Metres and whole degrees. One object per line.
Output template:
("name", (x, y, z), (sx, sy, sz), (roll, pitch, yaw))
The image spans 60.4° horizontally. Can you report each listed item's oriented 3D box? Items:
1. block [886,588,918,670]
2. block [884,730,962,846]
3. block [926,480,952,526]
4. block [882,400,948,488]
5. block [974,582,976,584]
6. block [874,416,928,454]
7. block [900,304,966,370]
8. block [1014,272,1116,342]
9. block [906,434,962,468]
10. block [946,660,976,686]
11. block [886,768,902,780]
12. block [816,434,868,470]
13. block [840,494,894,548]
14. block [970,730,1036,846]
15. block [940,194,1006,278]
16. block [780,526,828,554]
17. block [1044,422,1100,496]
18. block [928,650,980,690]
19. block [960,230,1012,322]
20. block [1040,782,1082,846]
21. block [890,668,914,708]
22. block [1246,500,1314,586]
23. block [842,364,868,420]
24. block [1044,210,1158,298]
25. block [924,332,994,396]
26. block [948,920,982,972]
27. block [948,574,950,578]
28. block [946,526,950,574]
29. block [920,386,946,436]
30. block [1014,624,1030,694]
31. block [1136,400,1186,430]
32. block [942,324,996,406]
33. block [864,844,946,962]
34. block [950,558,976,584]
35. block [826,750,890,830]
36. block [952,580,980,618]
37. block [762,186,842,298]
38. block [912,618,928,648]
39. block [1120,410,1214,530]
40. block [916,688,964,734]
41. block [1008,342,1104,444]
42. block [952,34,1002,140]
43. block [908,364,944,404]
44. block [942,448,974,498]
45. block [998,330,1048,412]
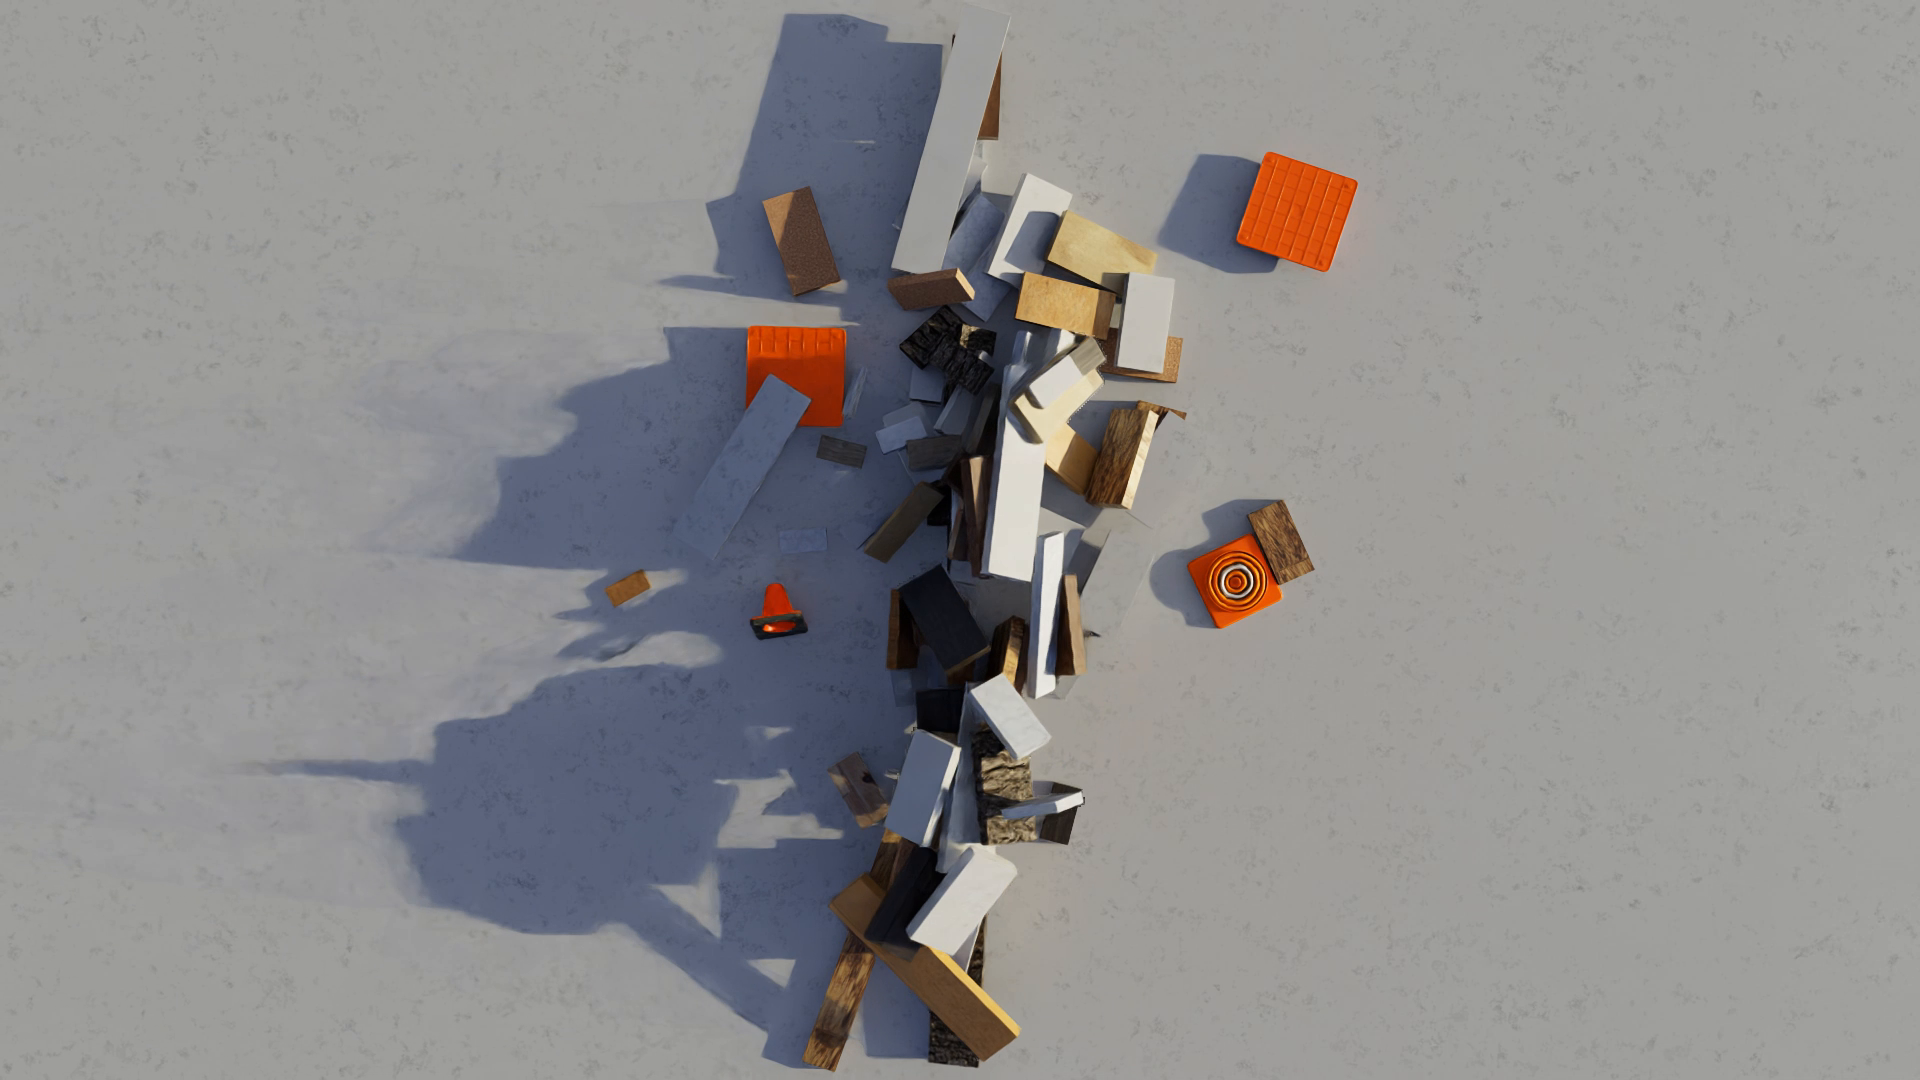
("block", (-0.182, 0.292, 5.434), (0.037, 0.131, 0.262), (3, 90, 31))
("block", (-0.117, 0.778, 5.180), (0.163, 0.046, 0.327), (20, 93, 37))
("block", (-0.042, -0.181, 5.447), (0.135, 0.038, 0.270), (0, 75, 0))
("block", (-0.138, -0.308, 5.397), (0.135, 0.038, 0.270), (-25, 79, -6))
("block", (0.008, 0.118, 5.459), (0.085, 0.024, 0.169), (2, 70, 0))
("block", (-0.191, -0.341, 5.372), (0.156, 0.022, 0.078), (-21, 79, -6))
("block", (-0.087, -0.672, 5.457), (0.213, 0.030, 0.107), (-44, 81, -11))
("block", (0.344, -0.766, 5.412), (0.311, 0.044, 0.156), (12, 90, -9))
("block", (-0.080, -0.288, 5.344), (0.177, 0.025, 0.089), (-6, 100, -4))
("block", (0.008, 0.392, 5.341), (0.081, 0.023, 0.163), (7, 104, -3))
("block", (-0.170, 0.795, 5.462), (0.152, 0.076, 0.022), (22, 90, 0))
("block", (-0.394, -0.293, 5.489), (0.156, 0.022, 0.078), (15, 90, 0))
("block", (-0.310, -0.064, 5.487), (0.089, 0.025, 0.177), (45, 90, 0))
("block", (0.137, 0.773, 5.184), (0.177, 0.050, 0.354), (-1, 81, -30))
("block", (0.036, -0.986, 5.450), (0.138, 0.039, 0.276), (34, 92, -24))
("block", (-0.520, 0.002, 5.489), (0.156, 0.022, 0.078), (-5, 90, 0))
("block", (0.337, -0.287, 5.393), (0.294, 0.042, 0.147), (38, 77, -31))
("block", (-0.025, 0.482, 5.422), (0.162, 0.046, 0.324), (5, 71, 1))
("block", (0.110, -0.874, 5.457), (0.138, 0.039, 0.276), (36, 90, -21))
("block", (0.336, 0.909, 5.486), (0.095, 0.027, 0.191), (15, 90, 0))
("block", (-0.192, 0.491, 5.491), (0.062, 0.018, 0.124), (-10, 90, 0))
("block", (1.065, 0.008, 5.482), (0.128, 0.036, 0.256), (-24, 90, 0))
("block", (-0.348, -0.491, 5.455), (0.025, 0.087, 0.175), (16, 90, 8))
("block", (0.463, -0.929, 5.423), (0.348, 0.049, 0.174), (23, 89, -17))
("block", (-0.002, -0.572, 5.363), (0.213, 0.030, 0.107), (38, 95, 21))
("block", (-0.017, 1.224, 5.346), (0.168, 0.048, 0.337), (17, 95, 10))
("block", (-0.004, 0.200, 5.455), (0.094, 0.027, 0.188), (2, 70, 0))
("block", (-0.002, 0.025, 5.463), (0.085, 0.024, 0.169), (-1, 72, 0))
("block", (-0.096, -0.377, 5.452), (0.135, 0.038, 0.270), (5, 77, 0))
("block", (0.178, 0.429, 5.419), (0.044, 0.155, 0.311), (15, 90, -12))
("block", (0.627, -0.283, 5.477), (0.165, 0.047, 0.329), (15, 90, 0))
("block", (0.032, -0.563, 5.445), (0.138, 0.039, 0.276), (10, 90, -34))
("block", (-0.146, 1.147, 5.226), (0.169, 0.048, 0.338), (31, 87, -12))
("block", (0.007, 0.128, 5.411), (0.085, 0.024, 0.169), (4, 86, 0))
("block", (-0.334, 0.833, 5.483), (0.117, 0.033, 0.233), (-30, 90, 0))
("block", (0.001, 0.233, 5.384), (0.094, 0.027, 0.188), (11, 102, -1))
("block", (-0.525, -0.991, 5.477), (0.163, 0.046, 0.327), (-18, 90, 0))
("block", (-0.131, 0.303, 5.437), (0.047, 0.013, 0.094), (-5, 87, -33))
("block", (0.660, -0.229, 5.428), (0.177, 0.050, 0.354), (34, 90, 0))
("block", (-0.056, 0.646, 5.323), (0.162, 0.046, 0.324), (-1, 94, 0))
("block", (0.306, -0.469, 5.262), (0.325, 0.046, 0.162), (-46, 109, -28))
("block", (0.050, -1.489, 5.430), (0.165, 0.047, 0.329), (2, 90, 0))
("block", (-0.102, -0.558, 5.458), (0.107, 0.030, 0.213), (7, 76, 0))
("block", (0.052, -0.172, 5.288), (0.234, 0.033, 0.117), (43, 64, -28))
("block", (0.211, -0.536, 5.431), (0.040, 0.140, 0.280), (13, 90, 35))
